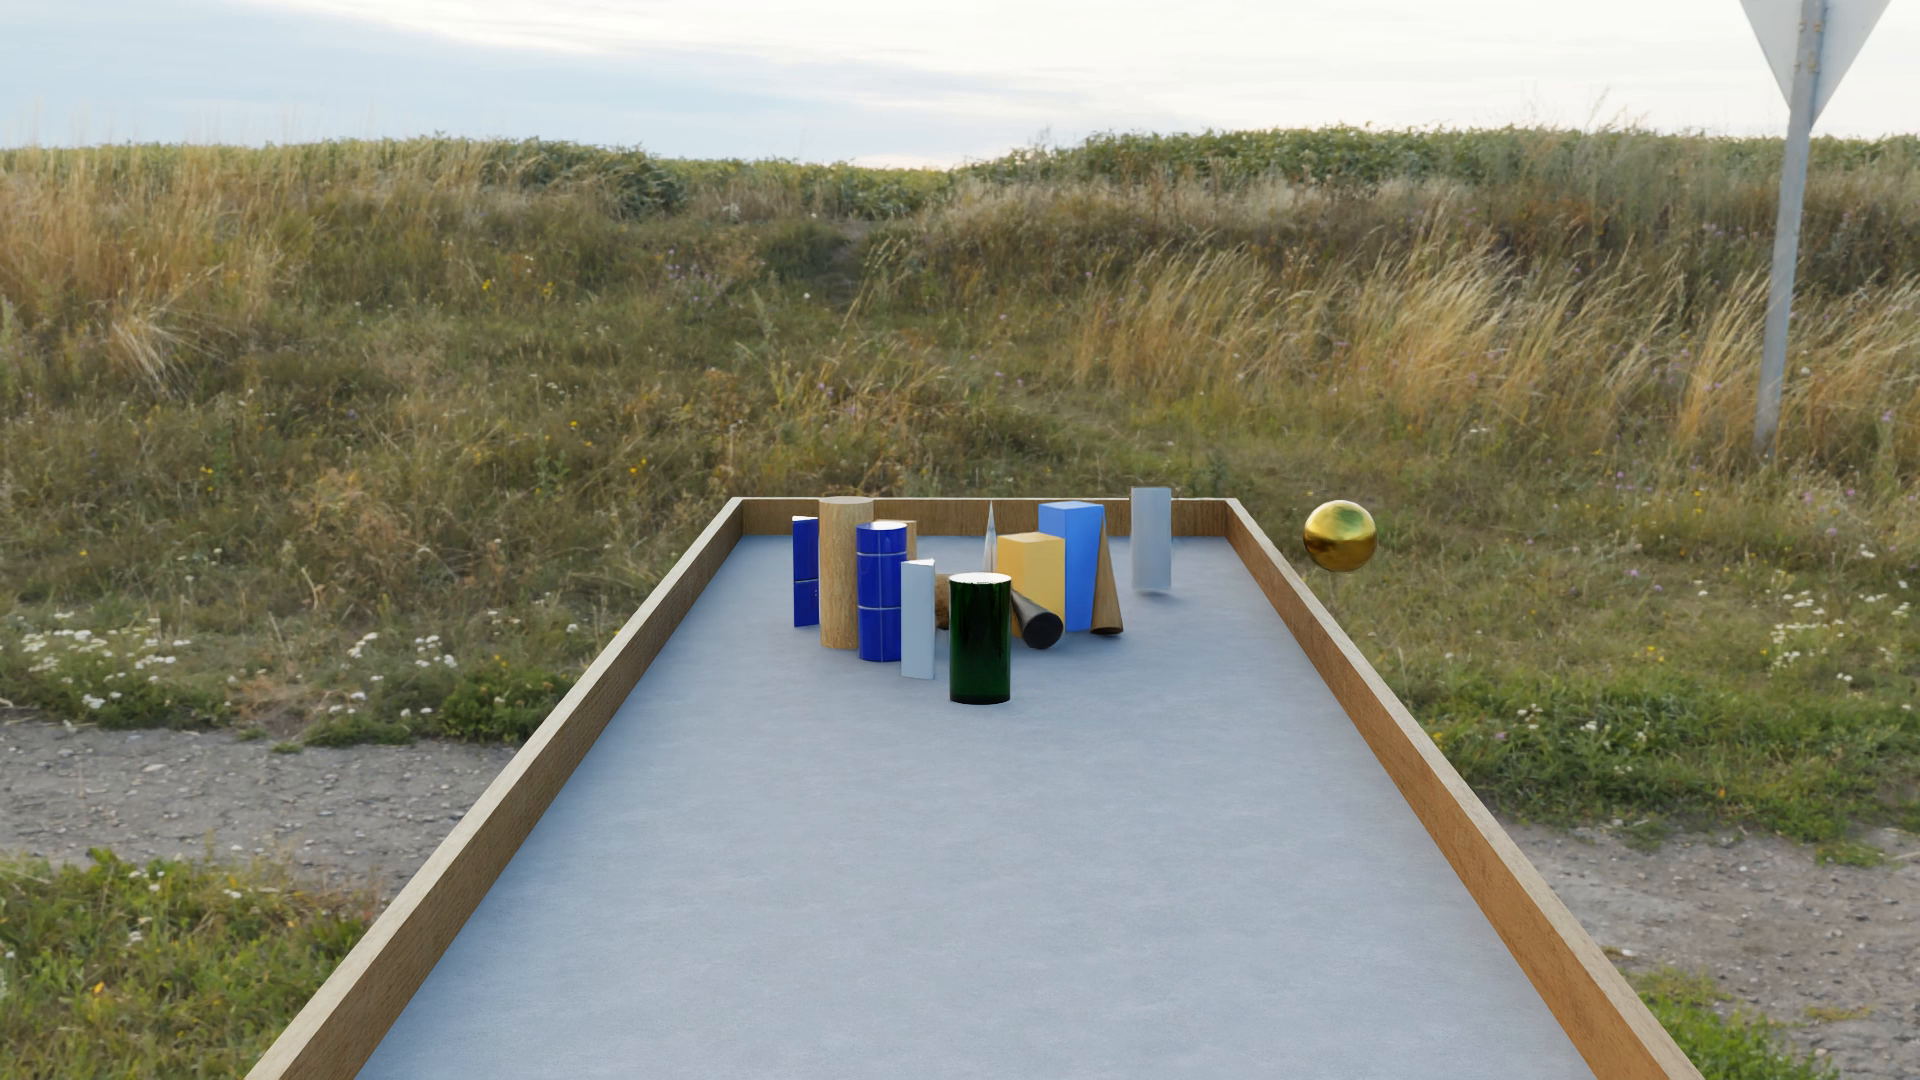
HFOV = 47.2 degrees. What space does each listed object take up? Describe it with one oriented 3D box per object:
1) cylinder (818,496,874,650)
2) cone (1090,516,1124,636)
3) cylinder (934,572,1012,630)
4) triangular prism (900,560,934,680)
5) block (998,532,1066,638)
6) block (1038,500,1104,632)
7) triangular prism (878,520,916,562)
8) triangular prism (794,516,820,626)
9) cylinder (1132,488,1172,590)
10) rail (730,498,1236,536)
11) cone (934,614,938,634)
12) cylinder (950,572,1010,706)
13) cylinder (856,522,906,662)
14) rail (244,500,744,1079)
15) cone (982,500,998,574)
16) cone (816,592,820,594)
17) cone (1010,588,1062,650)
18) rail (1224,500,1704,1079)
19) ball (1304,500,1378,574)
[{"bbox_3d":[-0.355,0.101,6.910,0.171,0.458,0.171,0,9,0],"label":"cylinder"},{"bbox_3d":[0.466,0.101,7.081,0.107,0.397,0.107,-1,-16,0],"label":"cone"},{"bbox_3d":[-0.016,0.208,7.131,0.177,0.177,0.347,-8,12,-41],"label":"cylinder"},{"bbox_3d":[-0.102,0.230,6.471,0.109,0.340,0.094,6,11,32],"label":"triangular prism"},{"bbox_3d":[0.229,0.144,7.117,0.158,0.308,0.158,-5,10,-31],"label":"block"},{"bbox_3d":[0.366,0.083,7.193,0.154,0.400,0.154,-6,10,-30],"label":"block"},{"bbox_3d":[-0.229,0.106,7.245,0.112,0.340,0.129,9,13,41],"label":"triangular prism"},{"bbox_3d":[-0.525,0.101,7.242,0.094,0.353,0.081,-6,11,-33],"label":"triangular prism"},{"bbox_3d":[0.678,-0.006,7.780,0.142,0.357,0.142,0,2,0],"label":"cylinder"},{"bbox_3d":[0.099,-0.098,9.147,2.100,0.150,0.050,0,9,1],"label":"rail"},{"bbox_3d":[-0.220,0.197,6.925,0.137,0.137,0.327,-8,37,-41],"label":"cone"},{"bbox_3d":[0.057,0.276,6.172,0.172,0.344,0.172,0,9,0],"label":"cylinder"},{"bbox_3d":[-0.237,0.157,6.708,0.154,0.407,0.154,-1,9,0],"label":"cylinder"},{"bbox_3d":[-1.004,0.839,3.234,0.050,0.150,12.000,0,9,1],"label":"rail"},{"bbox_3d":[0.102,0.073,7.202,0.109,0.422,0.109,0,9,0],"label":"cone"},{"bbox_3d":[-0.314,0.204,7.045,0.333,0.150,0.150,14,12,13],"label":"cone"},{"bbox_3d":[0.202,0.212,6.960,0.130,0.130,0.326,-4,27,-21],"label":"cone"},{"bbox_3d":[1.046,0.843,3.208,0.050,0.150,12.000,0,9,1],"label":"rail"},{"bbox_3d":[1.372,-0.012,7.935,0.264,0.264,0.264,0,9,0],"label":"ball"}]
